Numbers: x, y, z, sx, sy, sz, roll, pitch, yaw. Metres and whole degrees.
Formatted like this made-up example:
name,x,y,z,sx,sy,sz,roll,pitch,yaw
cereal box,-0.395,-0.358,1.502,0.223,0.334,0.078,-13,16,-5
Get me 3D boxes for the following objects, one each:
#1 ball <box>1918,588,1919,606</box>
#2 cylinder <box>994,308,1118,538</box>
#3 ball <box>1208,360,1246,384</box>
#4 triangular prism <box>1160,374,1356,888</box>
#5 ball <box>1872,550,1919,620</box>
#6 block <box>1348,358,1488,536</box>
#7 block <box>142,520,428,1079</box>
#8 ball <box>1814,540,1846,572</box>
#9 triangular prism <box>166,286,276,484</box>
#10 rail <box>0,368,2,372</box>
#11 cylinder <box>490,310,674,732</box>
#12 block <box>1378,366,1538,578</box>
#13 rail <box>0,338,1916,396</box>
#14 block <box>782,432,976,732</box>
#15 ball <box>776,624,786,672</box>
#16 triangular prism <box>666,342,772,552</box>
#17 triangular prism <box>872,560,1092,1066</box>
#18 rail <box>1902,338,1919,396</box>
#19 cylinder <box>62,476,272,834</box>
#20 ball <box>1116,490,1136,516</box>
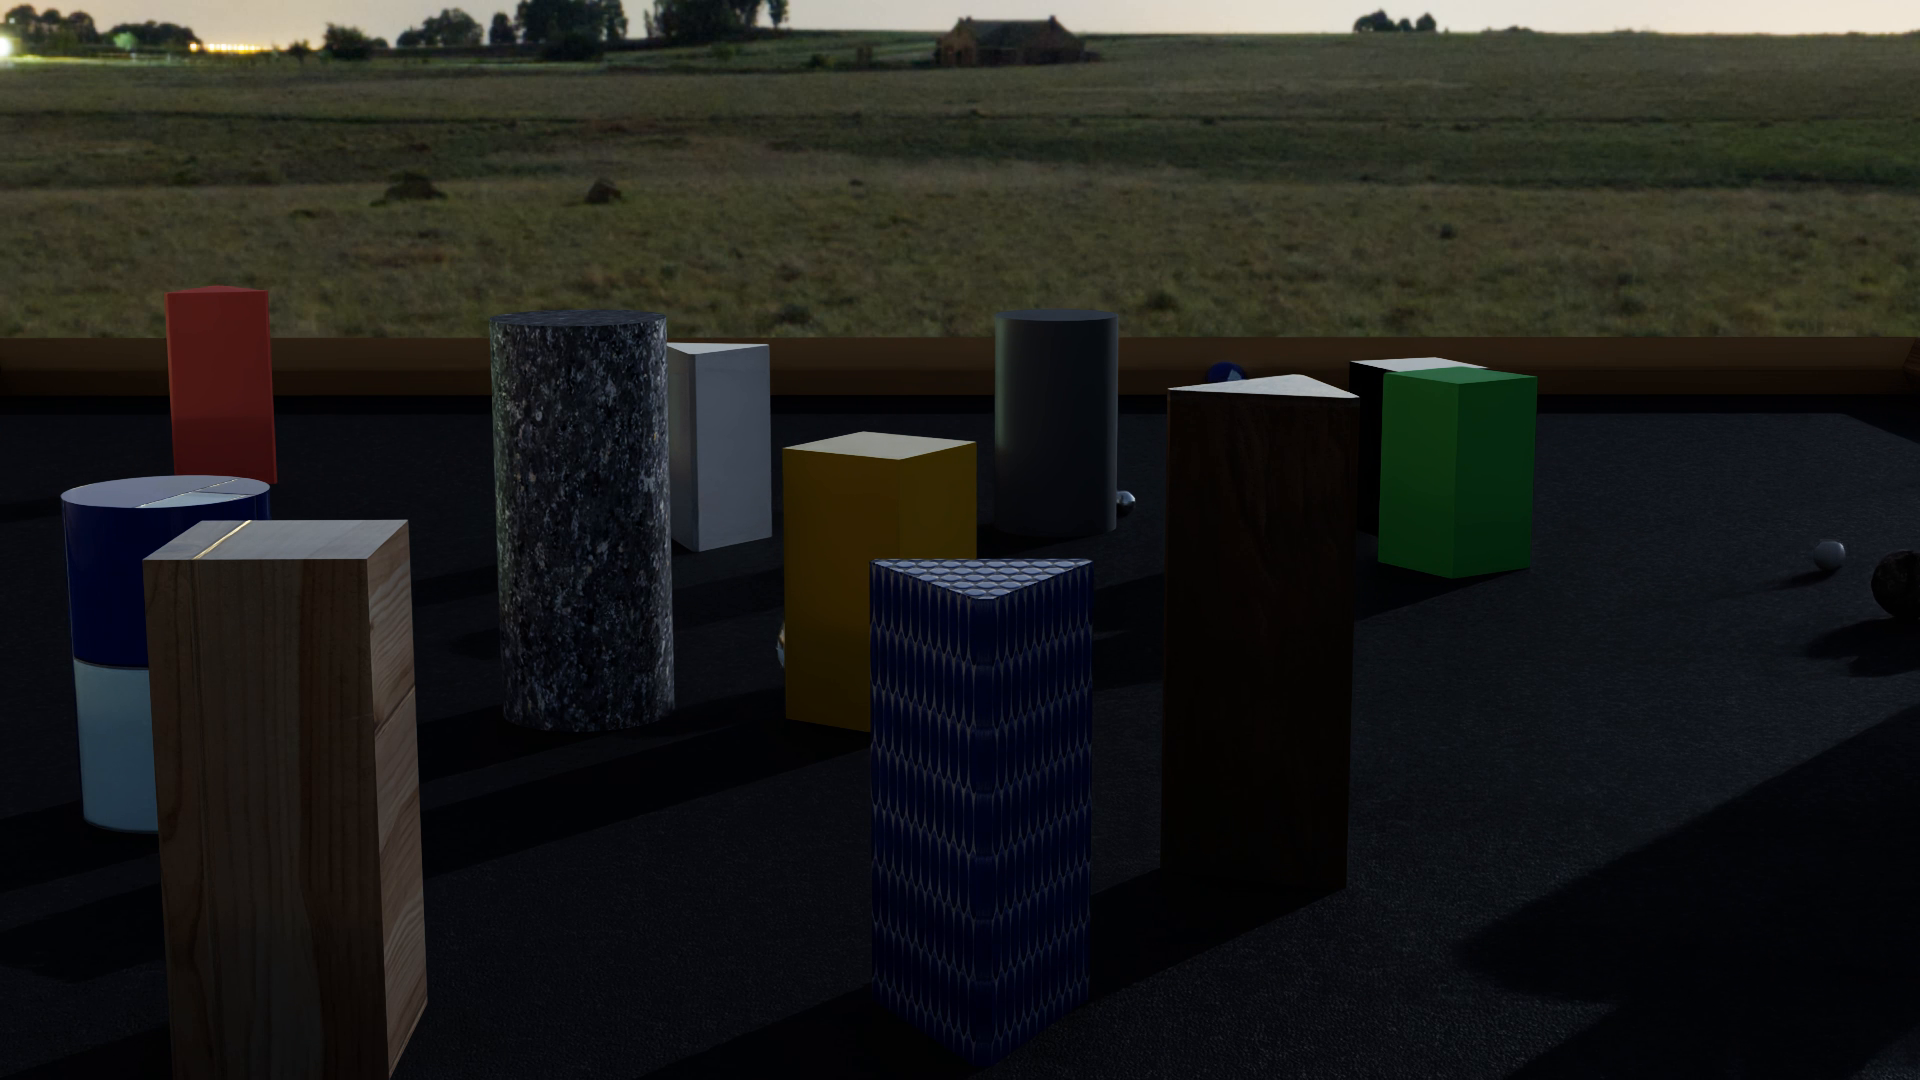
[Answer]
name,x,y,z,sx,sy,sz,roll,pitch,yaw
ball,1.290,0.074,3.318,0.095,0.095,0.095,0,11,0
cylinder,0.152,-0.188,4.065,0.195,0.338,0.195,0,11,0
ball,0.585,-0.351,5.633,0.085,0.085,0.085,0,11,0
triangular prism,0.288,0.077,2.351,0.169,0.443,0.146,4,11,20
ball,1.260,0.059,3.407,0.093,0.093,0.093,0,11,0
block,0.716,-0.144,4.028,0.156,0.264,0.156,-4,11,-21
block,-0.494,0.189,1.902,0.156,0.386,0.156,0,11,-1
ball,1.264,0.023,3.727,0.045,0.045,0.045,0,11,0
triangular prism,-1.303,-0.275,4.530,0.169,0.338,0.146,-3,11,-15
rail,-2.120,0.035,3.437,0.045,0.127,4.597,0,11,0
cylinder,-0.424,-0.026,2.889,0.195,0.449,0.195,0,11,0
block,0.727,-0.102,3.756,0.156,0.281,0.156,-7,13,-33
rail,-0.013,-0.383,5.686,4.288,0.127,0.045,0,11,0
block,-0.089,0.046,2.888,0.156,0.308,0.156,7,12,32
ball,-0.169,0.125,3.035,0.097,0.097,0.097,0,11,0
triangular prism,-0.404,-0.150,3.962,0.146,0.300,0.169,8,13,38
triangular prism,0.038,0.195,1.963,0.146,0.352,0.169,-6,12,-30
rail,2.120,0.030,3.461,0.045,0.127,4.597,0,11,0
cylinder,-0.772,0.108,2.525,0.195,0.317,0.195,0,11,0
ball,0.267,-0.061,4.194,0.040,0.040,0.040,0,11,0
